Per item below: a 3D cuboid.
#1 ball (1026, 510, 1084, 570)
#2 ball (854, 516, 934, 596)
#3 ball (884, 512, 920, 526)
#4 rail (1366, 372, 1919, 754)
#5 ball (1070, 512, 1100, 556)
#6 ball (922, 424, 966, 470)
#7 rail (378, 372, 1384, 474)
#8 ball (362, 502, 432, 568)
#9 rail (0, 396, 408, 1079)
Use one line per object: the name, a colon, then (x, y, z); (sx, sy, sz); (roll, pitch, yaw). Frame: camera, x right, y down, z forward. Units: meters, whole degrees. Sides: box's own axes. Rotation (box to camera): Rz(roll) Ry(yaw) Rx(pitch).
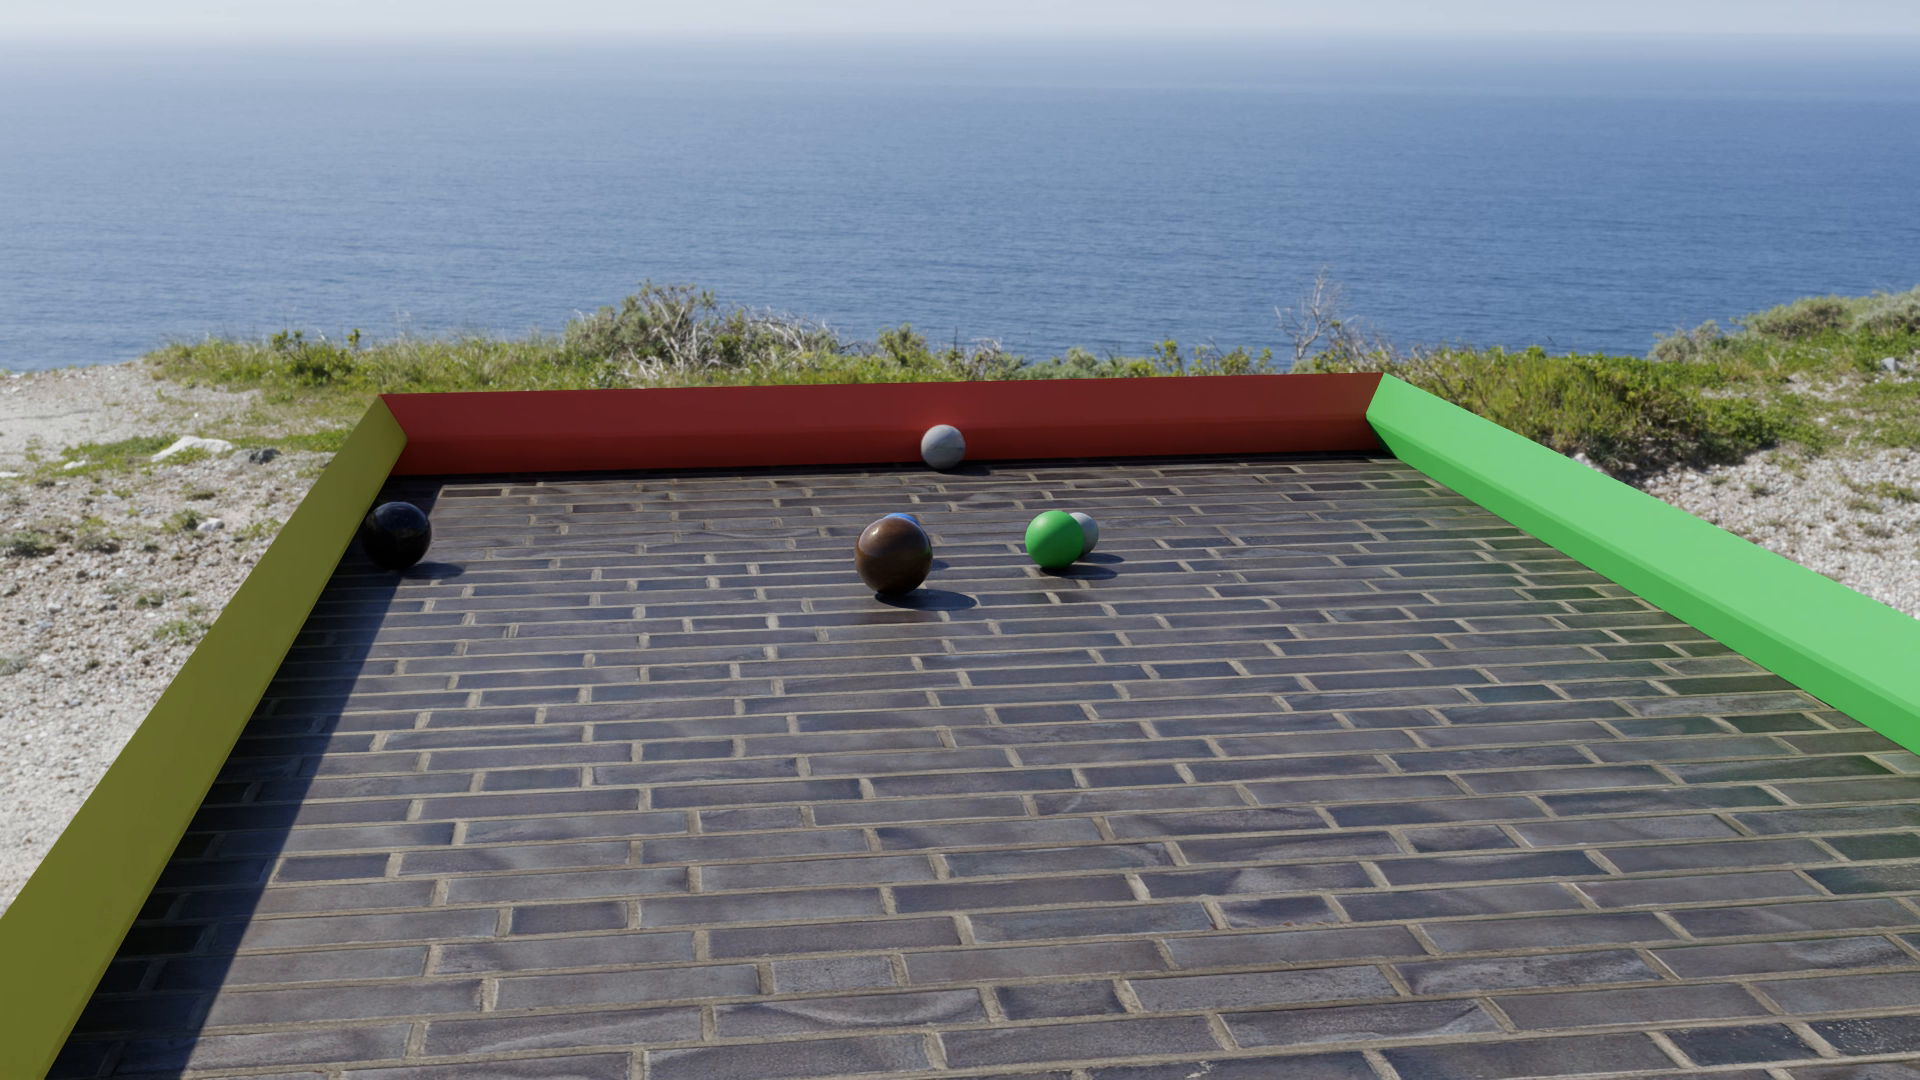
ball: (0.123, 0.000, 2.854); (0.077, 0.077, 0.077); (0, 13, 0)
ball: (-0.082, 0.020, 2.720); (0.098, 0.098, 0.098); (0, 13, 0)
ball: (-0.081, -0.003, 2.894); (0.065, 0.065, 0.065); (0, 13, 0)
rail: (0.884, 0.111, 2.258); (0.045, 0.128, 2.907); (-2, 13, -8)
ball: (0.156, -0.008, 2.926); (0.058, 0.058, 0.058); (0, 13, 0)
ball: (-0.026, -0.148, 3.499); (0.072, 0.072, 0.072); (0, 13, 0)
rail: (-0.098, -0.185, 3.531); (1.629, 0.128, 0.045); (-2, 13, -8)
ball: (-0.732, -0.007, 2.860); (0.087, 0.087, 0.087); (0, 13, 0)
rail: (-0.682, 0.161, 2.044); (0.045, 0.128, 2.907); (-2, 13, -8)
